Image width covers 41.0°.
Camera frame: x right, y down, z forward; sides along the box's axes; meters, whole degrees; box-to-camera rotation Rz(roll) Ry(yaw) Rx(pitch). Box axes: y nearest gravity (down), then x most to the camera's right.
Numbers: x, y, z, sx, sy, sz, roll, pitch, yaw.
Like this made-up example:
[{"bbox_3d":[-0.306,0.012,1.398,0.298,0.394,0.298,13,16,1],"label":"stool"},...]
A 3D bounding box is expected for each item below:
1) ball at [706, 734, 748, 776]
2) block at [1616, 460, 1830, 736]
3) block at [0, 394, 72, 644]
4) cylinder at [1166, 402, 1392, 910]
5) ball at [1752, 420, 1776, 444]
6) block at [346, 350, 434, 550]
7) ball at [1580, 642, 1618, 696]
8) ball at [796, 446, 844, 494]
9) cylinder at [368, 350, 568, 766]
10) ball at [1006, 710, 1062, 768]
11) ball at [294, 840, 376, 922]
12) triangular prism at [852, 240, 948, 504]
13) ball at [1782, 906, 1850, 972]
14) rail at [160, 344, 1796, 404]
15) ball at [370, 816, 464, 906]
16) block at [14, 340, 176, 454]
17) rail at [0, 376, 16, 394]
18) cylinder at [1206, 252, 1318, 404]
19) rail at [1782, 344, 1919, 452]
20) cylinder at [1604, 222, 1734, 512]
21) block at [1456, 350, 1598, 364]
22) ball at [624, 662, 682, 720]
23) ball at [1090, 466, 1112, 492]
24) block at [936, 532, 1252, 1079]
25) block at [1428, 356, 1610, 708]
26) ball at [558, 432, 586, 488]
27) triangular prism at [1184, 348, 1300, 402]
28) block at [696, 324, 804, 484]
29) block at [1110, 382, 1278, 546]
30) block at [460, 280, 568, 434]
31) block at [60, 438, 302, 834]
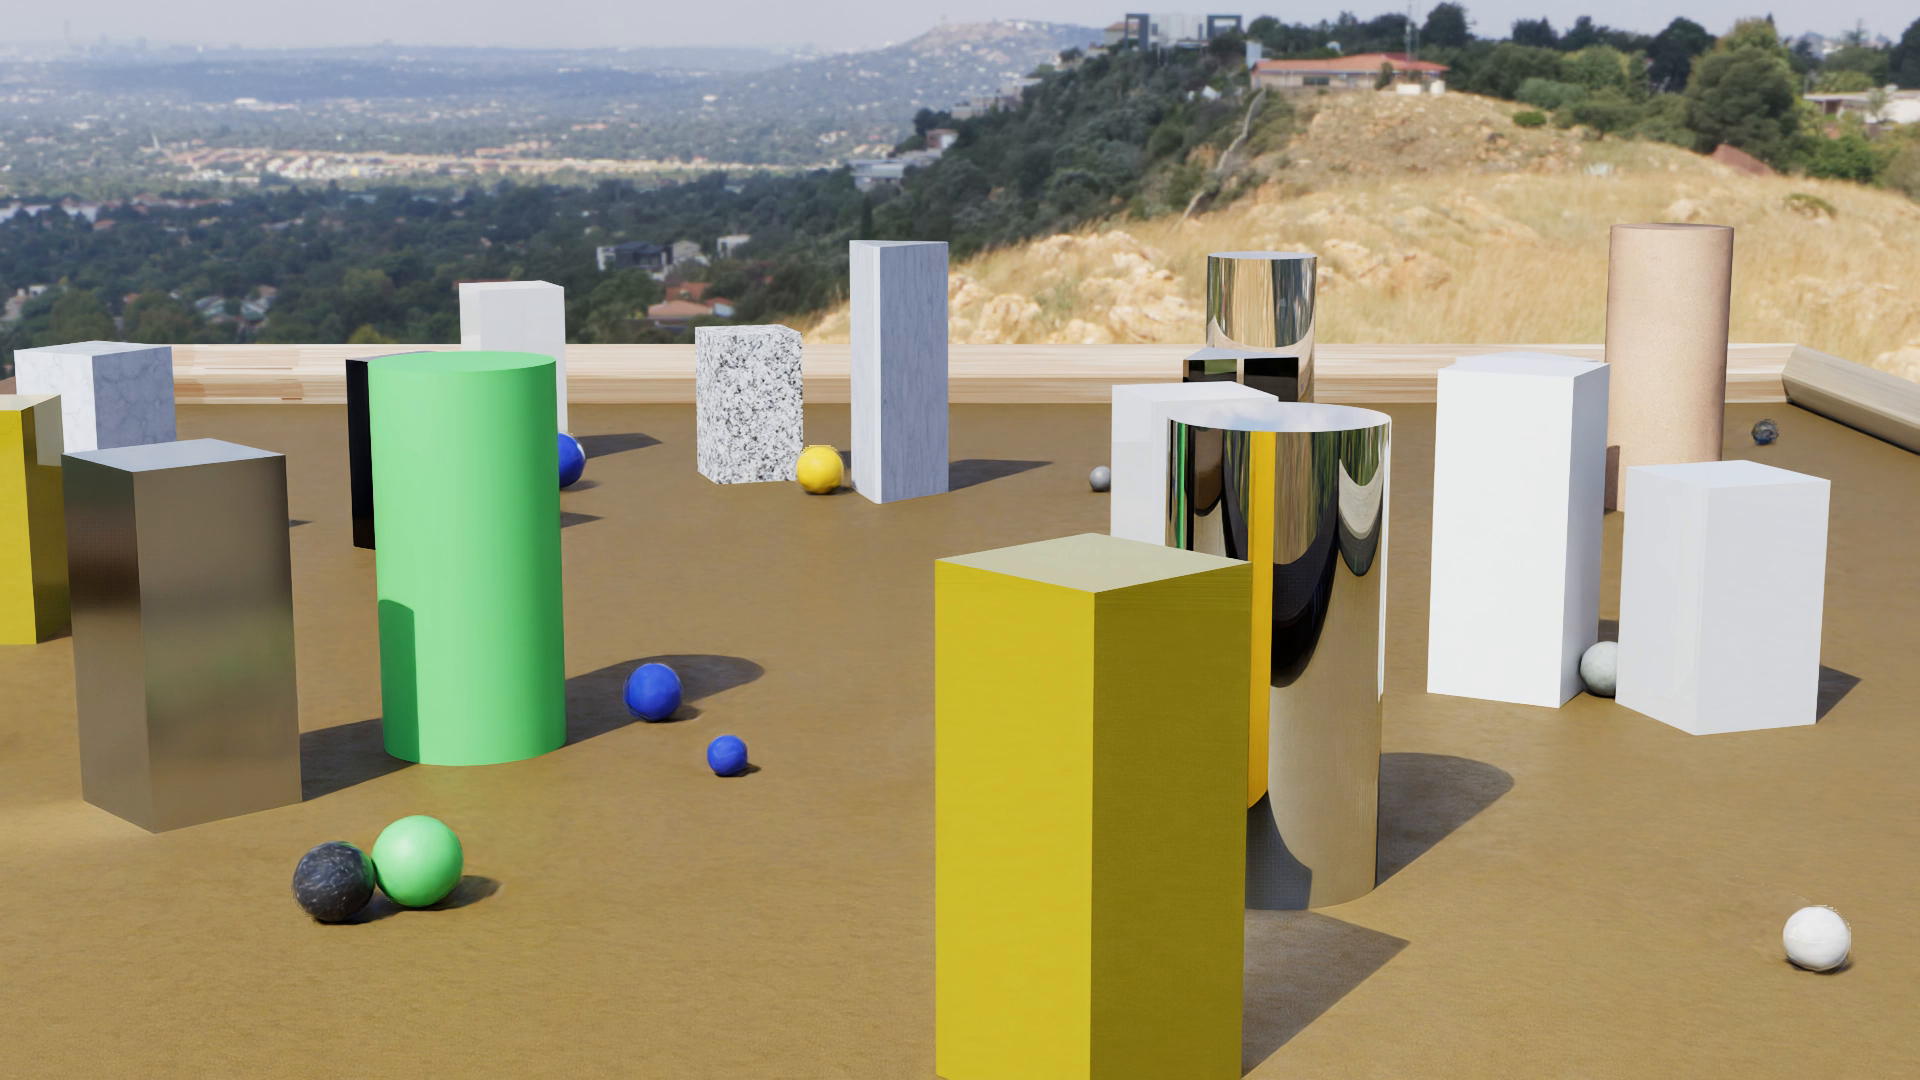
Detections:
[{"bbox_3d":[-0.241,0.223,2.660,0.043,0.043,0.043,0,11,0],"label":"ball"},{"bbox_3d":[0.858,0.061,2.894,0.157,0.276,0.157,-4,11,-18],"label":"block"},{"bbox_3d":[-1.256,-0.029,3.313,0.157,0.300,0.157,0,11,-1],"label":"block"},{"bbox_3d":[0.280,0.098,2.297,0.196,0.421,0.196,0,11,0],"label":"cylinder"},{"bbox_3d":[1.561,-0.208,4.979,0.046,0.046,0.046,0,11,0],"label":"ball"},{"bbox_3d":[-0.819,-0.134,3.917,0.157,0.288,0.157,8,13,36],"label":"block"},{"bbox_3d":[0.756,0.150,2.995,0.064,0.064,0.064,0,11,0],"label":"ball"},{"bbox_3d":[-0.240,-0.120,4.401,0.082,0.082,0.082,0,11,0],"label":"ball"},{"bbox_3d":[-0.528,0.015,2.759,0.196,0.416,0.196,0,11,0],"label":"cylinder"},{"bbox_3d":[0.077,0.208,2.693,0.060,0.060,0.060,0,11,0],"label":"ball"},{"bbox_3d":[-0.538,0.294,2.208,0.069,0.069,0.069,0,11,0],"label":"ball"},{"bbox_3d":[-0.132,-0.293,4.384,0.147,0.429,0.170,10,14,43],"label":"triangular prism"},{"bbox_3d":[0.697,0.324,2.088,0.052,0.052,0.052,0,11,0],"label":"ball"},{"bbox_3d":[-0.012,-0.358,5.555,3.665,0.128,0.045,0,11,0],"label":"rail"},{"bbox_3d":[-0.475,0.281,2.246,0.080,0.080,0.080,0,11,0],"label":"ball"},{"bbox_3d":[-1.289,-0.132,3.843,0.157,0.311,0.157,6,12,27],"label":"block"},{"bbox_3d":[-1.809,0.035,3.439,0.045,0.128,4.332,0,11,0],"label":"rail"},{"bbox_3d":[0.541,-0.318,4.625,0.196,0.390,0.196,0,11,0],"label":"cylinder"},{"bbox_3d":[1.809,0.031,3.459,0.045,0.128,4.332,0,11,0],"label":"rail"},{"bbox_3d":[1.169,-0.287,4.256,0.196,0.464,0.196,0,11,0],"label":"cylinder"},{"bbox_3d":[0.904,-0.160,4.119,0.157,0.265,0.157,-8,13,-35],"label":"block"},{"bbox_3d":[-0.344,0.171,2.884,0.065,0.065,0.065,0,11,0],"label":"ball"},{"bbox_3d":[0.246,-0.106,4.429,0.045,0.045,0.045,0,11,0],"label":"ball"},{"bbox_3d":[0.093,0.203,1.836,0.157,0.383,0.157,-9,14,-42],"label":"block"},{"bbox_3d":[0.656,-0.014,3.012,0.157,0.381,0.157,6,12,28],"label":"block"},{"bbox_3d":[-0.700,-0.138,4.457,0.097,0.097,0.097,0,11,0],"label":"ball"},{"bbox_3d":[0.379,-0.110,3.697,0.170,0.321,0.147,-3,11,-13],"label":"triangular prism"},{"bbox_3d":[-0.377,-0.245,4.584,0.157,0.262,0.157,-3,11,-18],"label":"block"},{"bbox_3d":[0.285,-0.017,3.156,0.157,0.335,0.157,-3,11,-15],"label":"block"},{"bbox_3d":[-0.829,-0.310,4.765,0.157,0.325,0.157,-5,11,-23],"label":"block"},{"bbox_3d":[-0.769,0.089,2.537,0.157,0.351,0.157,-10,14,-42],"label":"block"}]
